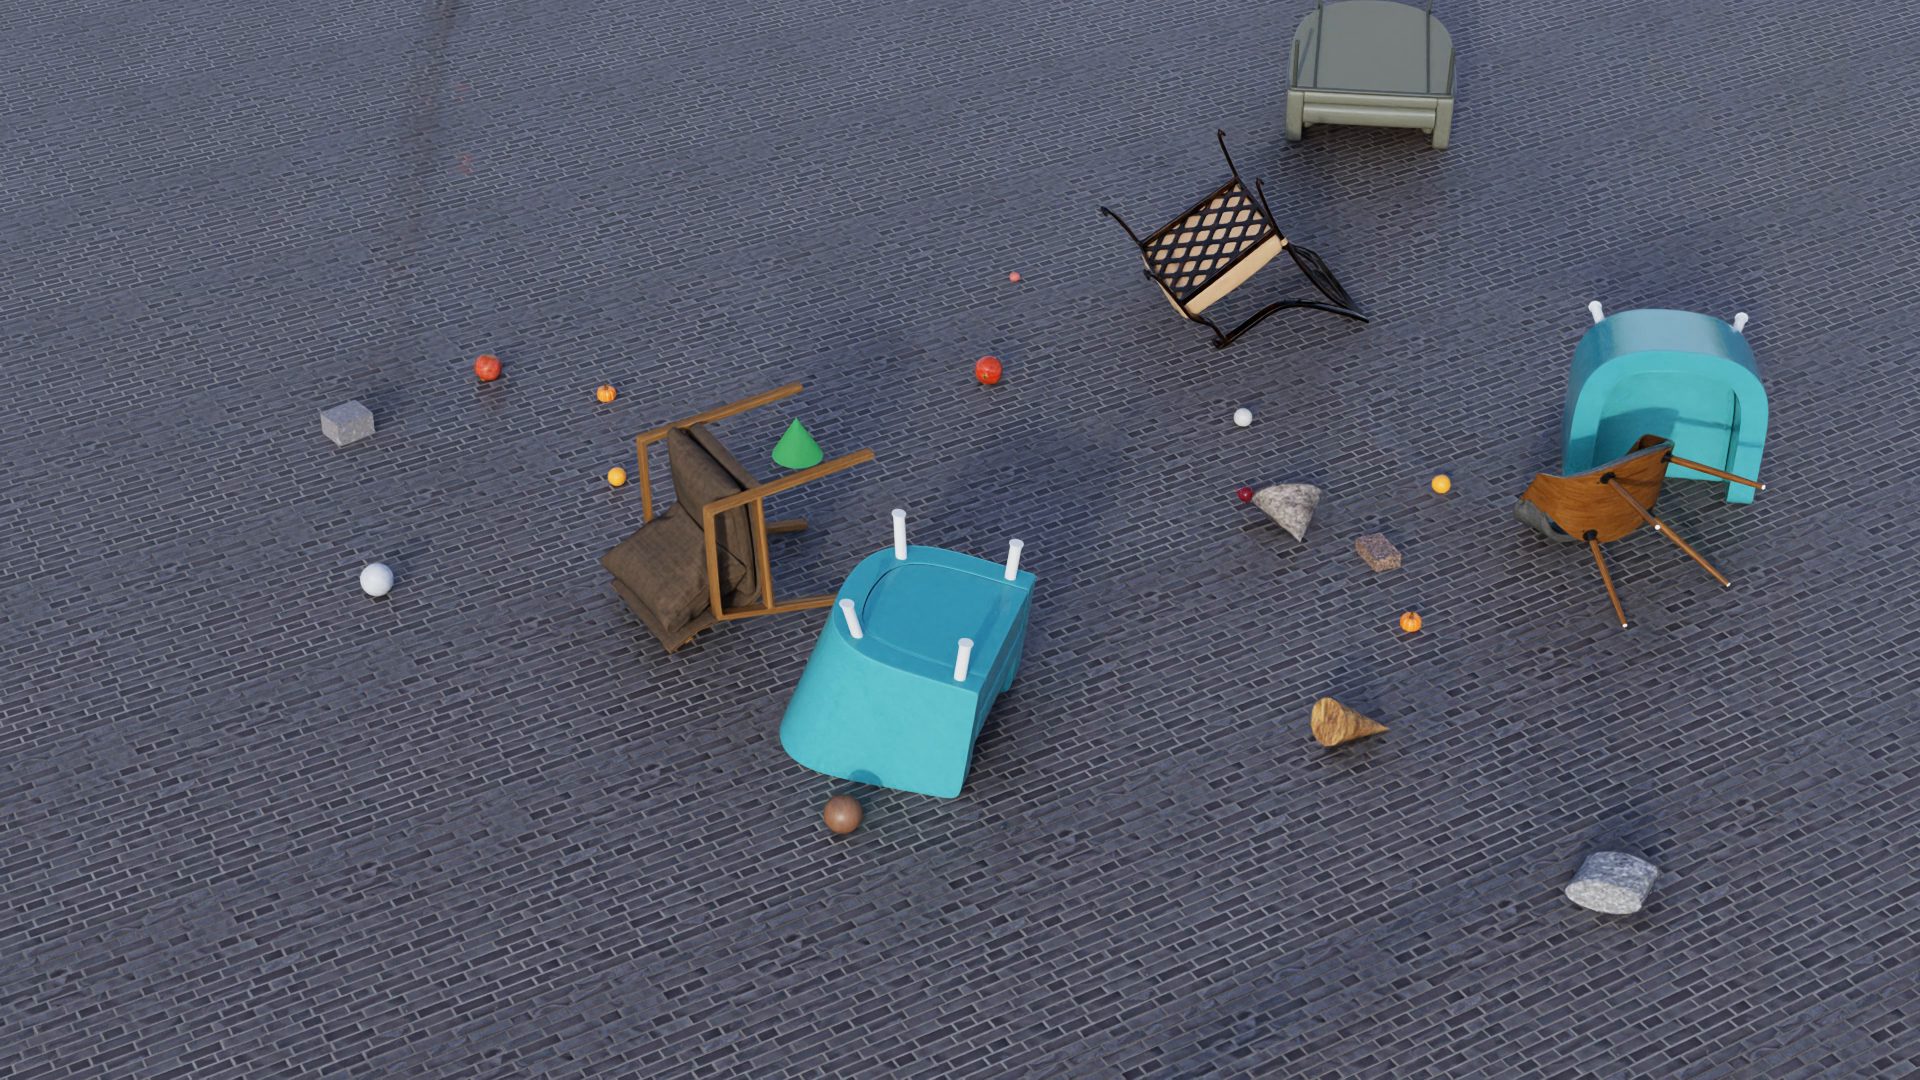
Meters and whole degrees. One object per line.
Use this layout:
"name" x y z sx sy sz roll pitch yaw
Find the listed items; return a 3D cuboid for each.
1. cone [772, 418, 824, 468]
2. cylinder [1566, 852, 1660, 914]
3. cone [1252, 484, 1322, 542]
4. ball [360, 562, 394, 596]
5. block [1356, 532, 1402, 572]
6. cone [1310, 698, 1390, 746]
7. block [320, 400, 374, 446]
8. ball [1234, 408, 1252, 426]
"cone" -0.635 -0.405 11.405 0.198 0.170 0.213 -18 38 -25
"cylinder" 2.047 1.075 9.199 0.246 0.115 0.167 6 32 32
"cone" 1.251 -0.077 10.977 0.294 0.196 0.195 3 59 -27
"ball" -2.111 0.143 10.617 0.121 0.121 0.121 0 33 0
"block" 1.544 0.045 10.828 0.103 0.054 0.157 -13 35 -18
"cone" 1.351 0.628 9.918 0.250 0.160 0.224 7 6 -24
"block" -2.414 -0.461 11.558 0.158 0.094 0.131 -26 41 -33
"ball" 1.121 -0.486 11.614 0.074 0.074 0.074 0 33 0
